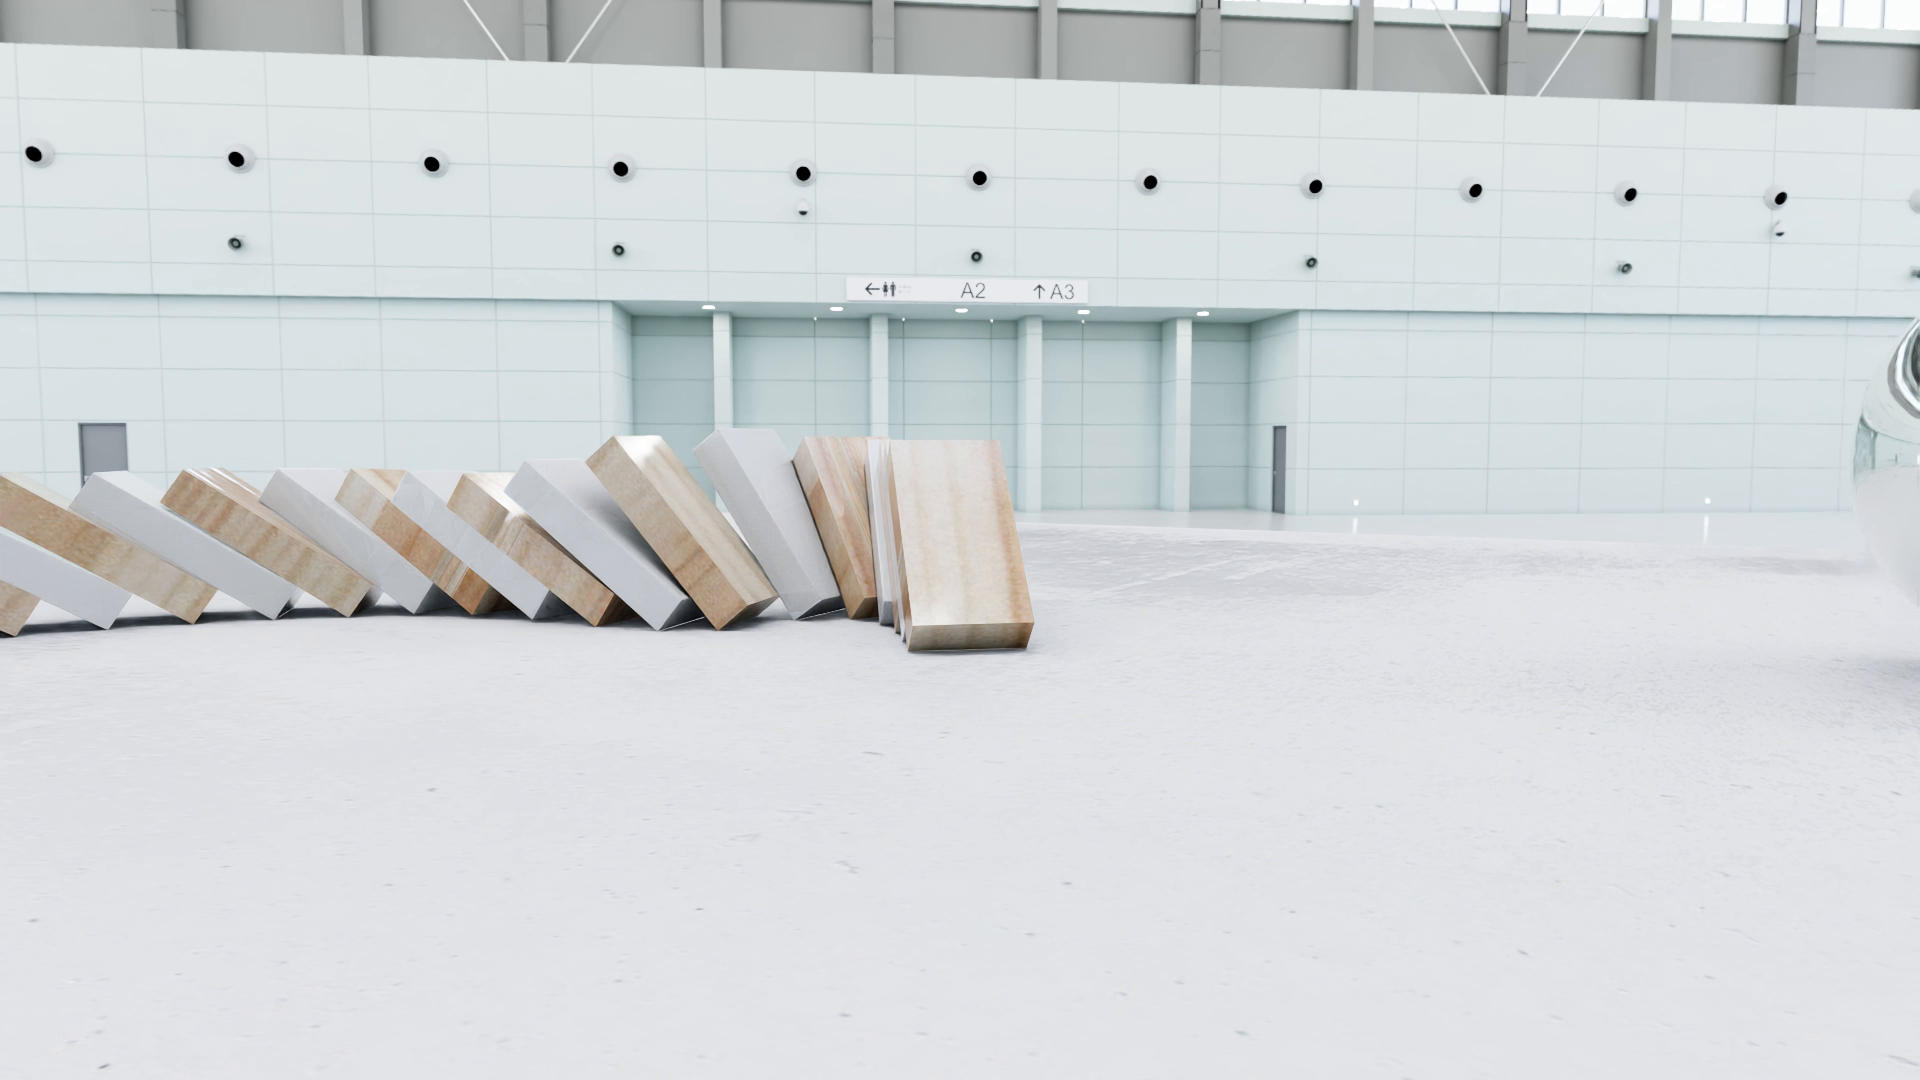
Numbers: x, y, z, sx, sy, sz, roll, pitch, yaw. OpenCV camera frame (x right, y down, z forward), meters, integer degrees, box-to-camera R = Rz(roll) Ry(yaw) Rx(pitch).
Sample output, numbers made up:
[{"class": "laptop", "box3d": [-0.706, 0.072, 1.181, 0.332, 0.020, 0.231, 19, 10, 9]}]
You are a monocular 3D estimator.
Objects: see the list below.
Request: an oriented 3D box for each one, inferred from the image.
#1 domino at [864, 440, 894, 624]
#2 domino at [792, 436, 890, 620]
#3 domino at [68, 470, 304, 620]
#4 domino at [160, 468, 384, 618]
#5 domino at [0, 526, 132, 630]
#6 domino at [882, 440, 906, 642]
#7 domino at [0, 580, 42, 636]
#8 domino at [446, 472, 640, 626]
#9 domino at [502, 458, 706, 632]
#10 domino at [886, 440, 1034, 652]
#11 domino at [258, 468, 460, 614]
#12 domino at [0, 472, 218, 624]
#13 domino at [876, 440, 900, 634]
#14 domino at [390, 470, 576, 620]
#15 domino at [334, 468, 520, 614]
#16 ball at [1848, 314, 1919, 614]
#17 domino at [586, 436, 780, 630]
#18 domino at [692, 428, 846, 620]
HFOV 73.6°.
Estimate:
[{"class": "domino", "box3d": [-0.009, -0.003, 0.314, 0.025, 0.050, 0.009, 0, -38, -11]}, {"class": "domino", "box3d": [-0.023, -0.004, 0.326, 0.025, 0.050, 0.009, -3, -35, -32]}, {"class": "domino", "box3d": [-0.187, 0.001, 0.315, 0.050, 0.009, 0.025, 34, -7, -17]}, {"class": "domino", "box3d": [-0.169, 0.000, 0.322, 0.050, 0.009, 0.025, 35, -3, -11]}, {"class": "domino", "box3d": [-0.217, 0.003, 0.291, 0.050, 0.009, 0.025, 37, -17, -32]}, {"class": "domino", "box3d": [-0.003, -0.001, 0.289, 0.025, 0.050, 0.010, -1, -38, -11]}, {"class": "domino", "box3d": [-0.230, 0.004, 0.278, 0.025, 0.009, 0.050, 4, -26, 48]}, {"class": "domino", "box3d": [-0.098, 0.001, 0.315, 0.050, 0.009, 0.025, 36, 14, 13]}, {"class": "domino", "box3d": [-0.082, 0.000, 0.306, 0.050, 0.009, 0.025, 40, 12, 8]}, {"class": "domino", "box3d": [-0.001, 0.000, 0.277, 0.025, 0.050, 0.009, -1, -38, -11]}, {"class": "domino", "box3d": [-0.150, 0.000, 0.330, 0.050, 0.009, 0.025, 35, 7, 5]}, {"class": "domino", "box3d": [-0.203, 0.002, 0.304, 0.050, 0.009, 0.025, 36, -12, -25]}, {"class": "domino", "box3d": [-0.005, -0.002, 0.302, 0.025, 0.050, 0.010, -1, -38, -11]}, {"class": "domino", "box3d": [-0.115, 0.000, 0.322, 0.050, 0.010, 0.025, 36, 13, 14]}, {"class": "domino", "box3d": [-0.132, 0.000, 0.328, 0.050, 0.009, 0.025, 36, 12, 14]}, {"class": "ball", "box3d": [0.199, -0.014, 0.217, 0.080, 0.080, 0.080, 0, 4, 0]}, {"class": "domino", "box3d": [-0.065, -0.003, 0.305, 0.009, 0.050, 0.025, -40, -4, 12]}, {"class": "domino", "box3d": [-0.044, -0.005, 0.323, 0.010, 0.050, 0.025, -36, -11, 22]}]
